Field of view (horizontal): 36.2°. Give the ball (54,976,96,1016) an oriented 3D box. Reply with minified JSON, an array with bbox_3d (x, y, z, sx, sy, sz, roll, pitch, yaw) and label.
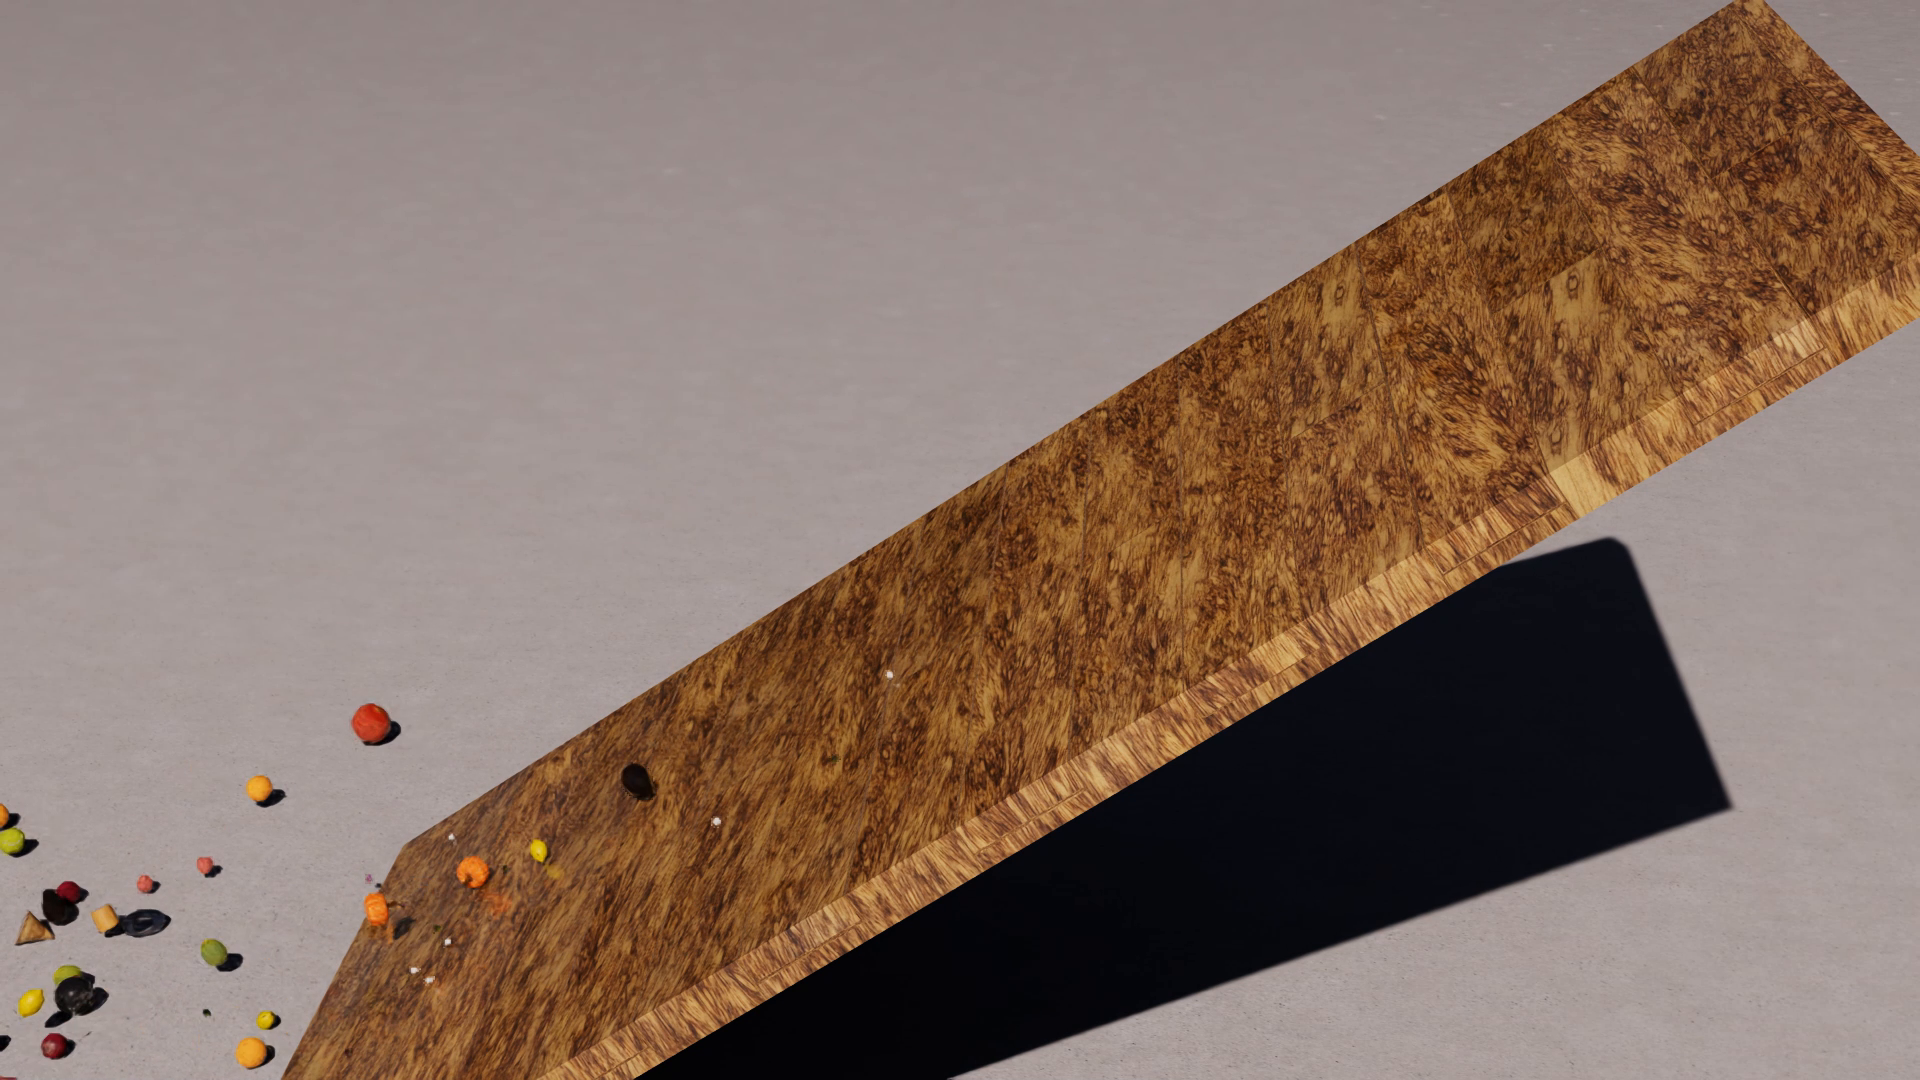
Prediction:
[{"bbox_3d":[-2.130,1.096,7.077,0.093,0.093,0.093,0,21,0],"label":"ball"}]

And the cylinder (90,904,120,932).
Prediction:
[{"bbox_3d":[-2.156,0.953,7.416,0.055,0.055,0.055,-27,6,3],"label":"cylinder"}]

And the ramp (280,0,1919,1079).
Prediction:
[{"bbox_3d":[0.136,0.173,6.305,4.000,0.100,2.000,-32,16,15],"label":"ramp"}]

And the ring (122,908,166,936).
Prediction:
[{"bbox_3d":[-2.075,0.972,7.476,0.108,0.036,0.108,-4,20,1],"label":"ring"}]
